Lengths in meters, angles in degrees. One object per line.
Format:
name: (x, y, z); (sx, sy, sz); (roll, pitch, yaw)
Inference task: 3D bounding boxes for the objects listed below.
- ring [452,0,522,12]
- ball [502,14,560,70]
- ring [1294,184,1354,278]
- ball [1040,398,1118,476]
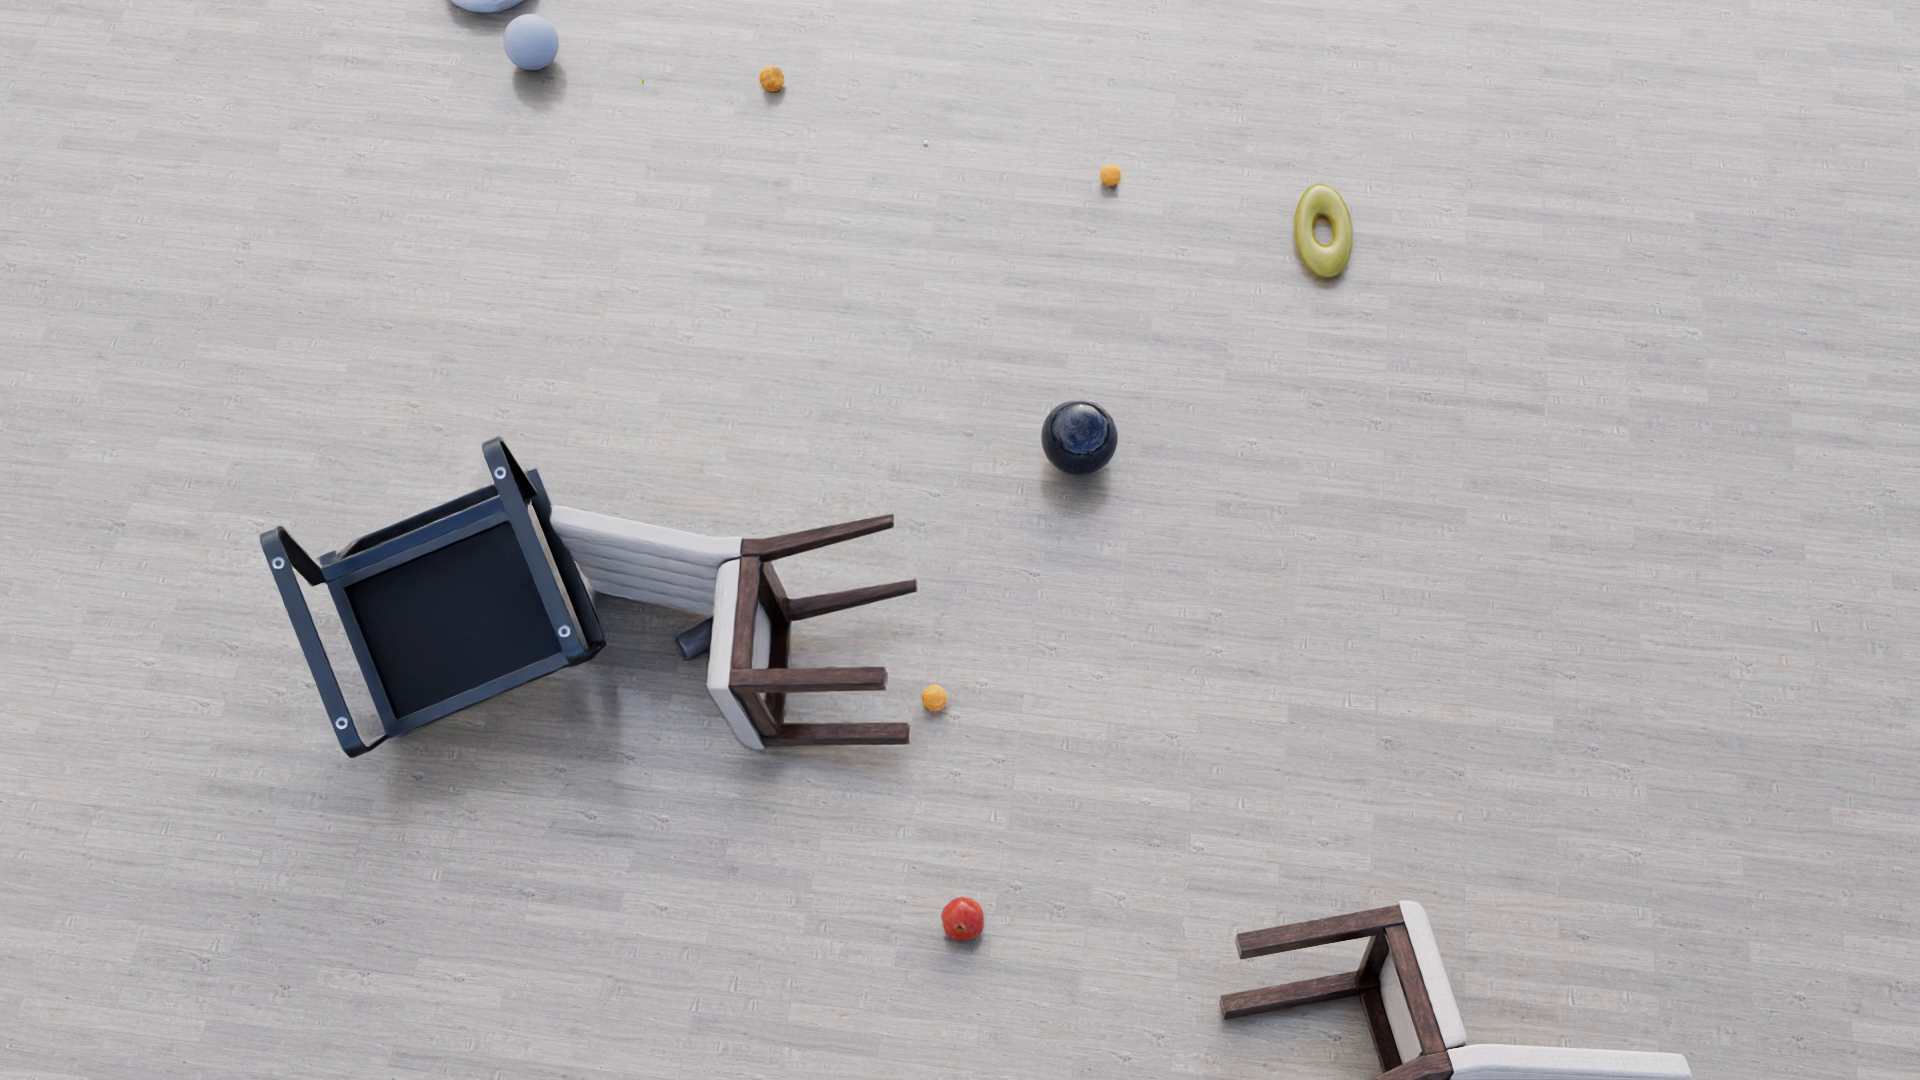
ring: (-1.690, -2.035, 7.876); (0.353, 0.106, 0.387); (-7, 56, -6)
ball: (-1.486, -1.724, 7.616); (0.191, 0.191, 0.191); (0, 56, 0)
ring: (1.194, -1.017, 7.225); (0.193, 0.053, 0.412); (1, 57, 2)
ball: (0.361, -0.310, 6.641); (0.234, 0.234, 0.234); (0, 56, 0)
